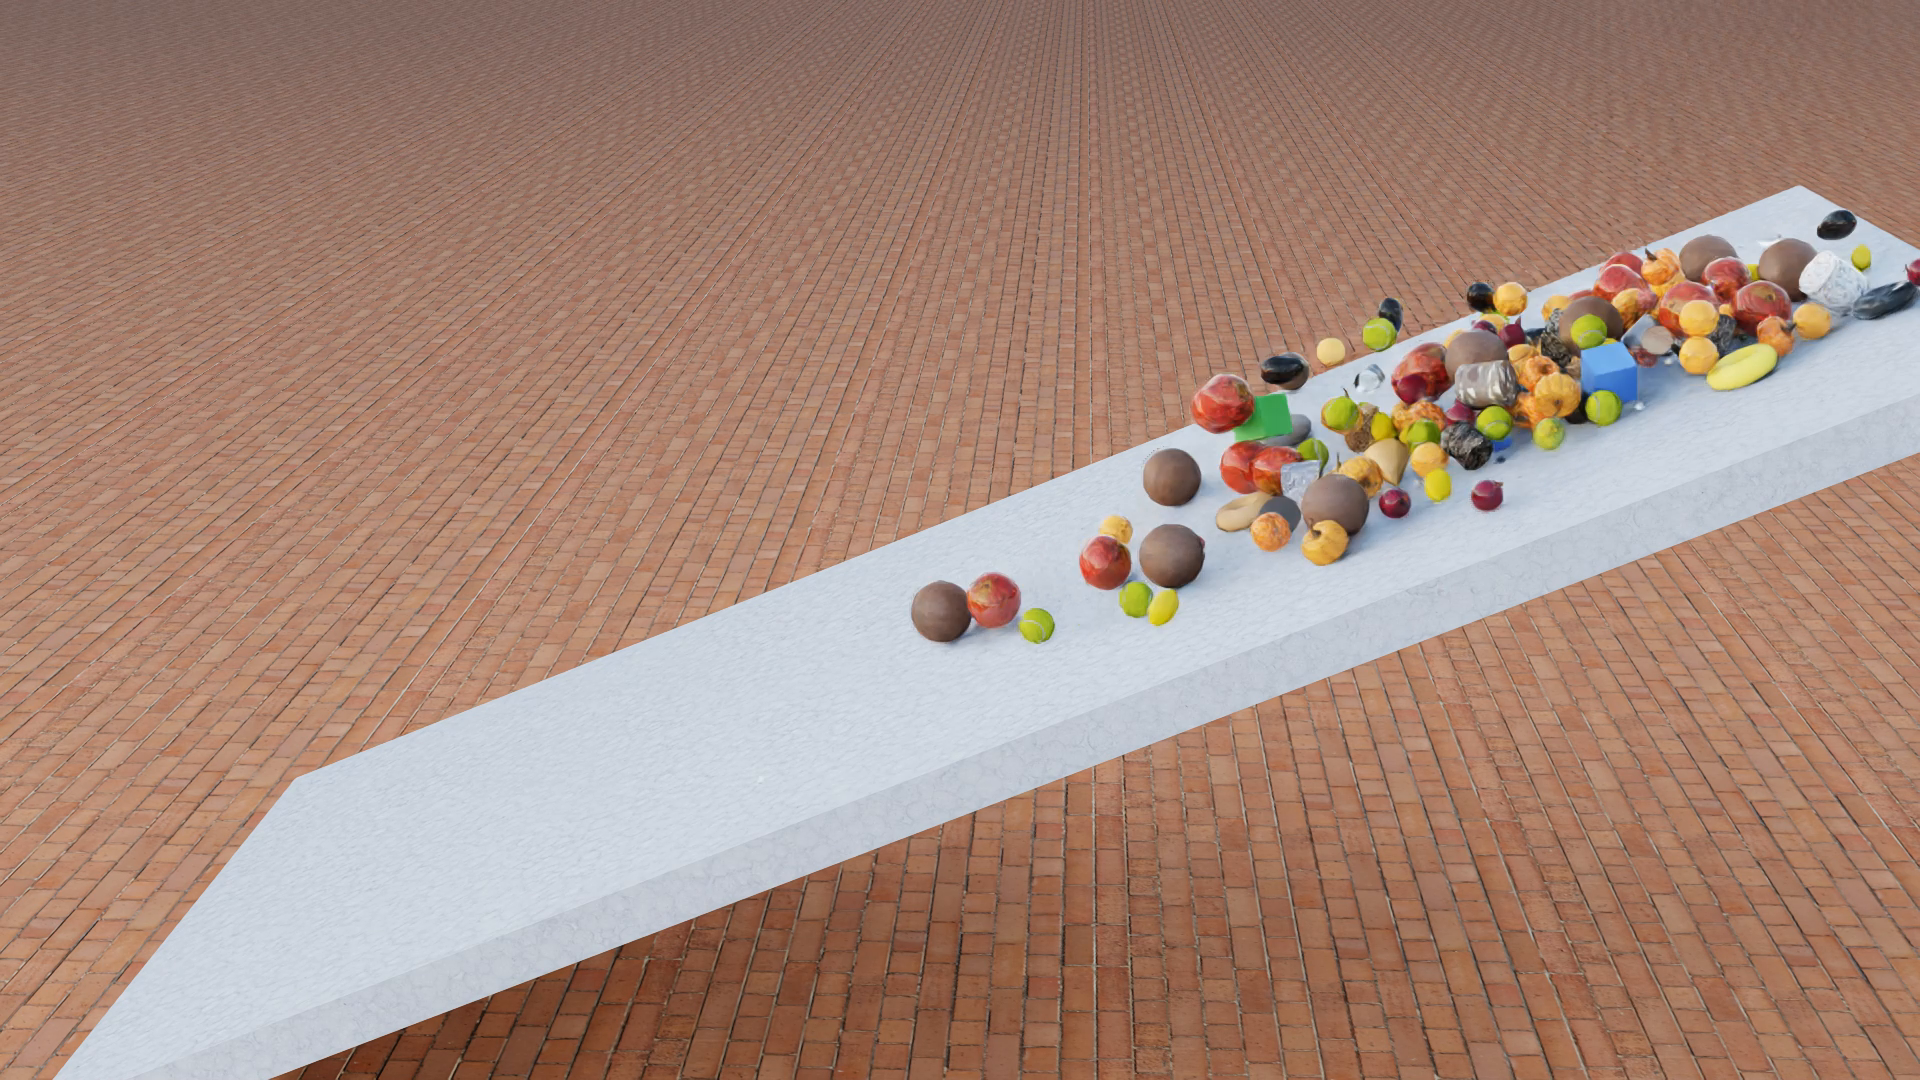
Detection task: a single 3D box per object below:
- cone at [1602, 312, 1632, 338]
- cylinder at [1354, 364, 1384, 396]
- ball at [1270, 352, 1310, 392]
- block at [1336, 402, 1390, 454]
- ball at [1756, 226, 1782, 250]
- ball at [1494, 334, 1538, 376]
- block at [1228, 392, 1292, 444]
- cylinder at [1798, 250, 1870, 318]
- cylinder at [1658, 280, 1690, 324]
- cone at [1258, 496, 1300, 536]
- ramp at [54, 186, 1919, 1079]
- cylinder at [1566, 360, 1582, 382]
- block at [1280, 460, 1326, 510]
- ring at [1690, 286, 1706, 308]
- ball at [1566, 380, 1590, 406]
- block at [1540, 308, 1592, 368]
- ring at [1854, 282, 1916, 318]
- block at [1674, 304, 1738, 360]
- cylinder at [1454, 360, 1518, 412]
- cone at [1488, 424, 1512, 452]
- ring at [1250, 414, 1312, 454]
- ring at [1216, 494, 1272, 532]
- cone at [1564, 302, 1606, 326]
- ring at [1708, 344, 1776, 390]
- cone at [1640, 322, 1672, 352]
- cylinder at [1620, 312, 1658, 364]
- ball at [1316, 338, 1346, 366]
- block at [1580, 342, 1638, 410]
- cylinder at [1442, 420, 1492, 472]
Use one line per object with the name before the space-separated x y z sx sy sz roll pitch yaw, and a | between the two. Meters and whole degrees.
cone | 1.413 -0.463 6.274 0.058 0.058 0.058 -9 1 -32
cylinder | 0.936 -0.367 6.729 0.054 0.054 0.054 8 29 28
ball | 0.793 -0.406 7.077 0.095 0.095 0.095 0 14 0
block | 0.862 -0.239 6.287 0.076 0.076 0.076 -24 12 -3
ball | 1.785 -0.667 6.487 0.053 0.053 0.053 0 14 0
ball | 1.195 -0.398 6.322 0.091 0.091 0.091 0 14 0
block | 0.644 -0.260 6.291 0.087 0.087 0.087 -9 -3 -41
cylinder | 1.703 -0.498 5.730 0.094 0.094 0.094 31 5 -18
cylinder | 1.488 -0.495 6.122 0.064 0.064 0.064 -6 35 4
cone | 0.633 -0.062 5.869 0.083 0.083 0.083 0 22 -2
ramp | 0.126 0.172 6.288 4.000 0.100 2.000 -21 12 8
cylinder | 1.272 -0.335 5.990 0.059 0.059 0.059 -22 12 5
block | 0.700 -0.112 5.996 0.078 0.078 0.078 -8 16 12
ring | 1.536 -0.488 6.133 0.027 0.081 0.081 -1 14 8
ball | 1.239 -0.294 5.893 0.051 0.051 0.051 0 14 0
block | 1.265 -0.418 6.137 0.082 0.082 0.082 15 47 20
ring | 1.775 -0.460 5.644 0.123 0.041 0.123 -23 8 3
block | 1.473 -0.412 5.817 0.082 0.082 0.082 16 11 -5
cylinder | 1.042 -0.306 5.825 0.093 0.093 0.093 -5 9 33
cone | 1.061 -0.211 5.833 0.054 0.054 0.054 -19 25 9
ring | 0.720 -0.237 6.603 0.146 0.049 0.146 -23 13 6
ring | 0.591 -0.058 6.082 0.134 0.045 0.134 -21 13 5
cone | 1.339 -0.479 6.273 0.092 0.092 0.092 -35 7 14
ring | 1.488 -0.328 5.595 0.138 0.046 0.138 -27 10 5
cone | 1.346 -0.392 5.688 0.058 0.058 0.058 4 2 14
cylinder | 1.396 -0.410 5.979 0.077 0.077 0.077 41 9 -8
ball | 0.915 -0.464 7.252 0.070 0.070 0.070 0 14 0
block | 1.266 -0.321 5.736 0.084 0.084 0.084 -13 40 -3
cylinder | 0.992 -0.185 5.758 0.072 0.072 0.072 -9 47 -32
